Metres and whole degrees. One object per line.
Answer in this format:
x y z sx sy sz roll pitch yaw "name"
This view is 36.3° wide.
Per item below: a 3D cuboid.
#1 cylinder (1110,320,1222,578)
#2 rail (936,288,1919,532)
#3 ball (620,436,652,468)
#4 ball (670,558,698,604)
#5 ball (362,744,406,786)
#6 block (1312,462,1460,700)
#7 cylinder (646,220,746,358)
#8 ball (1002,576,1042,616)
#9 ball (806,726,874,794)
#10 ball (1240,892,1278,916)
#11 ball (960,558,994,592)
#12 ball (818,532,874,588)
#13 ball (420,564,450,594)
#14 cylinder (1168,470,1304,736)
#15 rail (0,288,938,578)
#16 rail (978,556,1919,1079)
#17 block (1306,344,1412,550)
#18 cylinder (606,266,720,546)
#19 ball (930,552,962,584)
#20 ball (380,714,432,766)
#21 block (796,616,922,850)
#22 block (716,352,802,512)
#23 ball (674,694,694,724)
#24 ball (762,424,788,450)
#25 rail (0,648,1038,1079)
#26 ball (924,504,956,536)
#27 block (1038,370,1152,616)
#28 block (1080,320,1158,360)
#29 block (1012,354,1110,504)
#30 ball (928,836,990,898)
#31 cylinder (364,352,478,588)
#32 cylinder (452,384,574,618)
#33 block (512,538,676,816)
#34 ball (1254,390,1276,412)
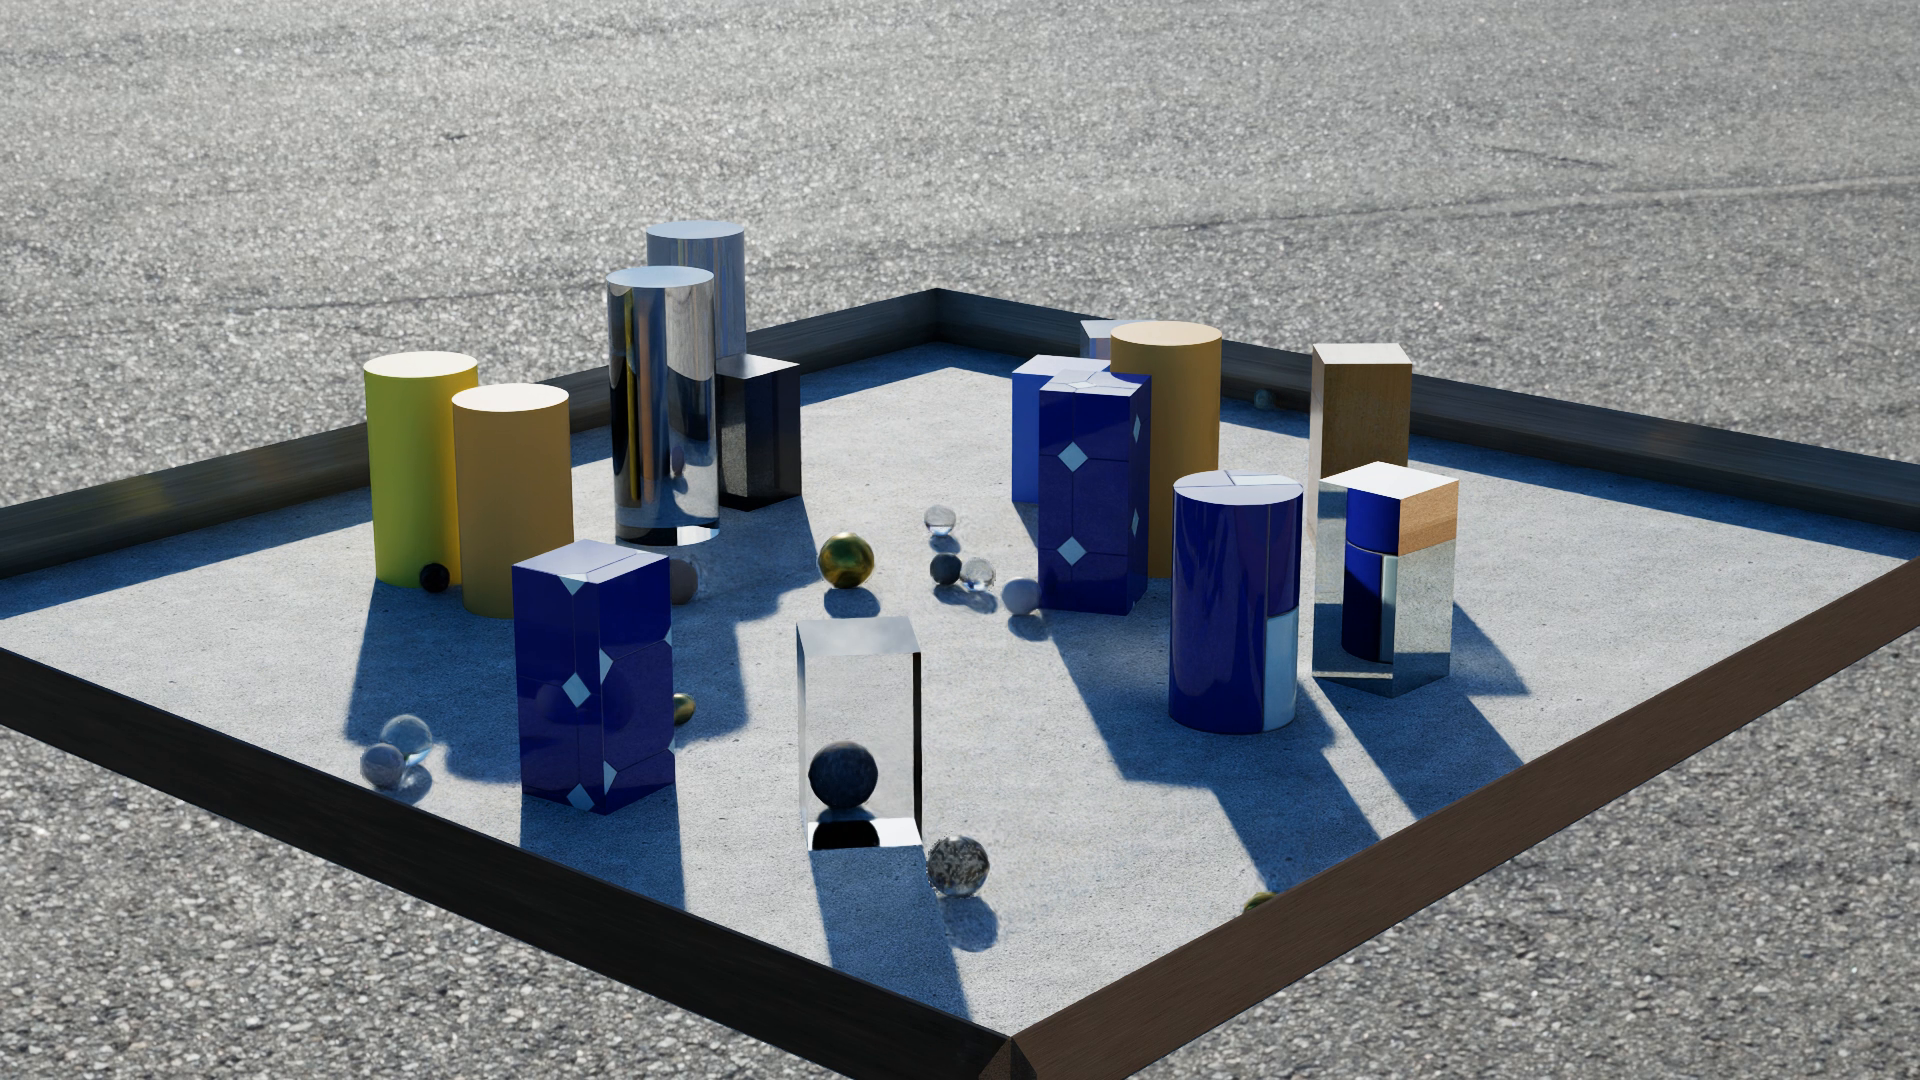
0.366 -0.164 5.259 0.197 0.425 0.197 0 17 0 "cylinder"
0.945 -0.282 6.162 2.690 0.128 0.045 14 22 39 "rail"
-0.654 -0.177 5.929 0.064 0.064 0.064 0 17 0 "ball"
-0.492 0.072 5.076 0.079 0.079 0.079 0 17 0 "ball"
-0.838 0.327 4.259 0.062 0.062 0.062 0 17 0 "ball"
0.678 0.062 4.678 0.157 0.328 0.157 15 23 41 "block"
-0.531 -0.397 5.948 0.197 0.473 0.197 0 17 0 "cylinder"
0.106 0.095 5.017 0.068 0.068 0.068 0 17 0 "ball"
-0.174 0.317 4.228 0.098 0.098 0.098 0 17 0 "ball"
0.391 0.482 3.740 0.065 0.065 0.065 0 17 0 "ball"
0.029 0.062 5.144 0.059 0.059 0.059 0 17 0 "ball"
-0.200 0.036 5.162 0.098 0.098 0.098 0 17 0 "ball"
-0.920 0.067 5.139 0.053 0.053 0.053 0 17 0 "ball"
0.423 0.094 4.506 0.197 0.365 0.197 0 17 0 "cylinder"
-0.998 -0.218 5.949 0.045 0.128 2.929 14 22 39 "rail"
0.998 0.282 4.291 0.045 0.128 2.929 14 22 39 "rail"
0.730 -0.166 5.379 0.157 0.360 0.157 0 17 -1 "block"
-0.549 -0.250 5.437 0.197 0.486 0.197 0 17 0 "cylinder"
-0.024 0.050 5.185 0.058 0.058 0.058 0 17 0 "ball"
-0.818 0.297 4.335 0.076 0.076 0.076 0 17 0 "ball"
-0.141 0.267 4.078 0.157 0.281 0.157 -2 17 -7 "block"
-0.421 -0.211 5.697 0.157 0.262 0.157 13 21 37 "block"
-0.432 0.260 4.509 0.047 0.047 0.047 0 17 0 "ball"
-0.382 -0.213 6.058 0.057 0.057 0.057 0 17 0 "ball"
-0.945 0.346 4.078 2.690 0.128 0.045 14 22 39 "rail"
-0.037 -0.038 5.472 0.060 0.060 0.060 0 17 0 "ball"
0.232 -0.083 5.057 0.157 0.387 0.157 5 17 16 "block"
0.331 -0.298 5.968 0.157 0.271 0.157 -1 17 -4 "block"
0.201 -0.212 5.711 0.157 0.257 0.157 6 18 19 "block"
-0.002 0.432 3.877 0.082 0.082 0.082 0 17 0 "ball"
-0.948 -0.126 5.208 0.197 0.382 0.197 0 17 0 "cylinder"
-0.766 -0.068 5.045 0.197 0.365 0.197 0 17 0 "cylinder"
-0.524 0.194 4.209 0.157 0.344 0.157 11 20 32 "block"
0.665 -0.303 6.374 0.047 0.047 0.047 0 17 0 "ball"
